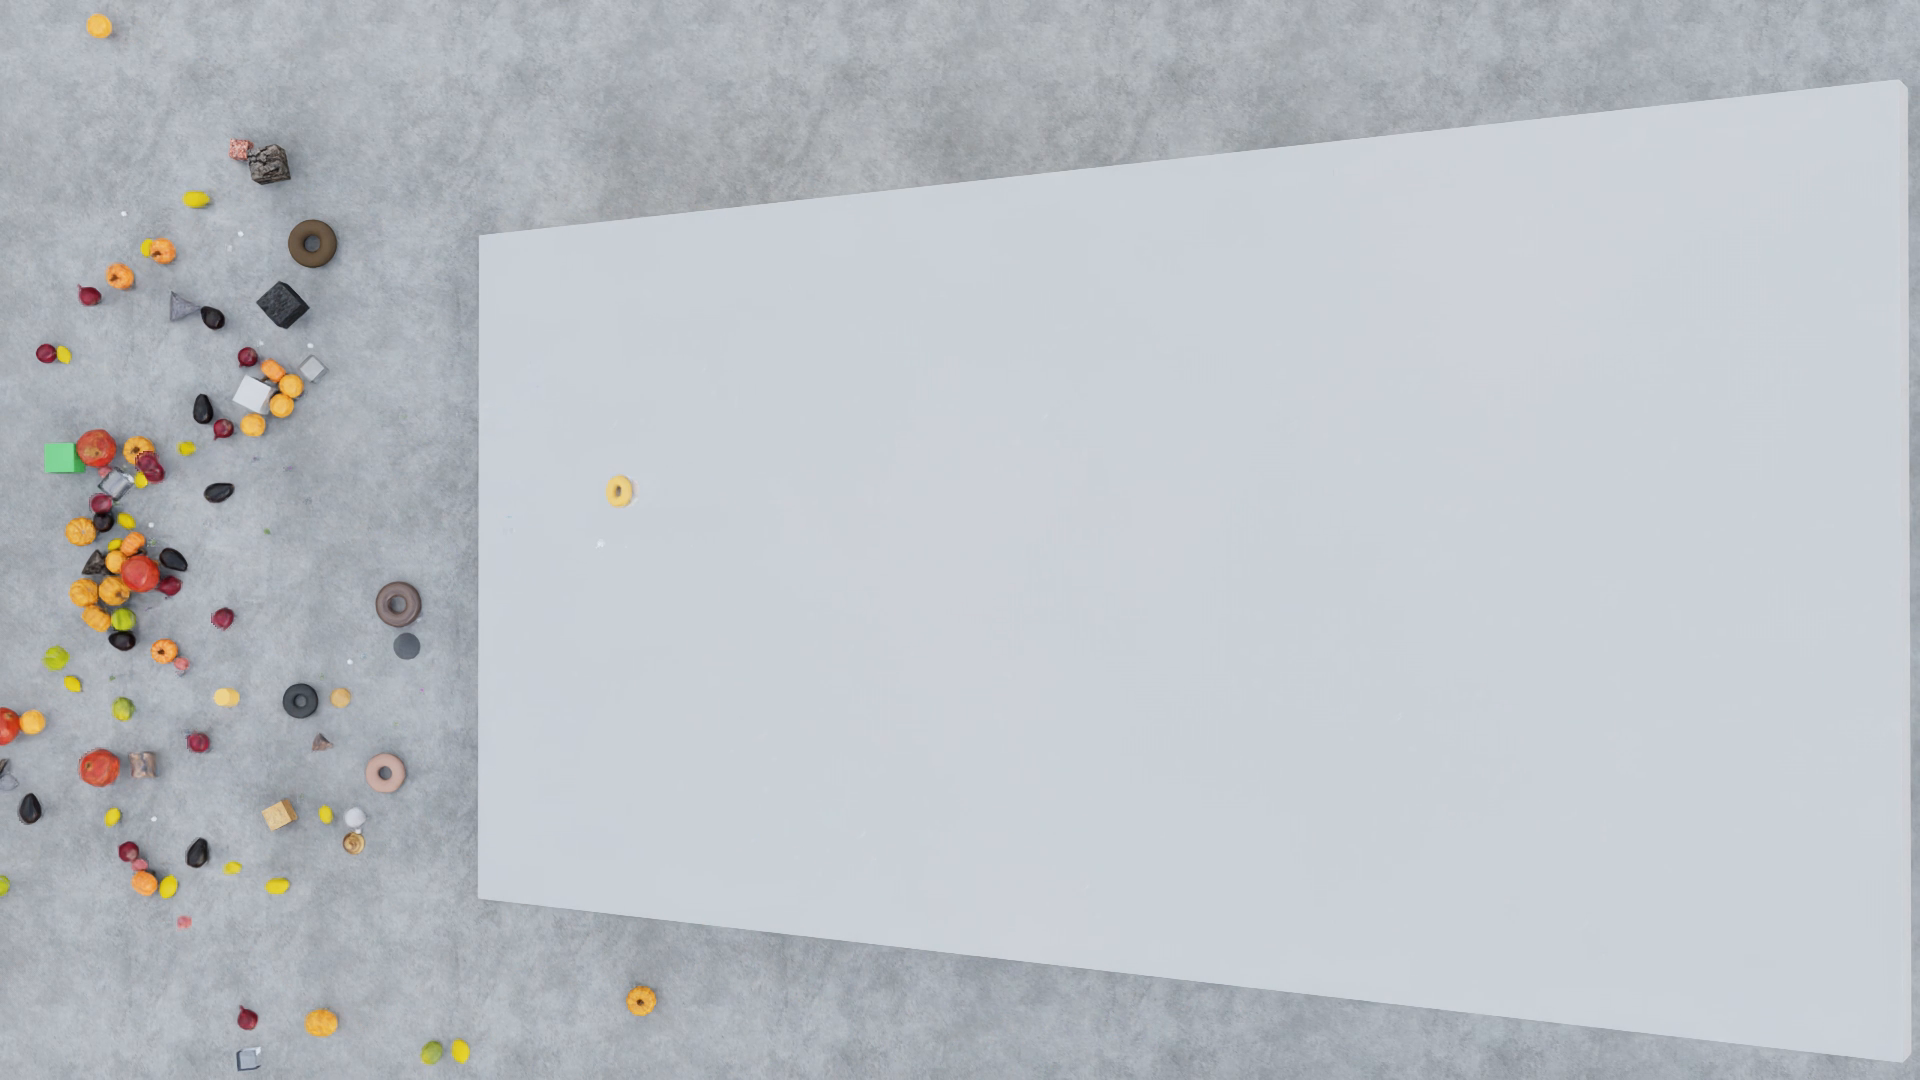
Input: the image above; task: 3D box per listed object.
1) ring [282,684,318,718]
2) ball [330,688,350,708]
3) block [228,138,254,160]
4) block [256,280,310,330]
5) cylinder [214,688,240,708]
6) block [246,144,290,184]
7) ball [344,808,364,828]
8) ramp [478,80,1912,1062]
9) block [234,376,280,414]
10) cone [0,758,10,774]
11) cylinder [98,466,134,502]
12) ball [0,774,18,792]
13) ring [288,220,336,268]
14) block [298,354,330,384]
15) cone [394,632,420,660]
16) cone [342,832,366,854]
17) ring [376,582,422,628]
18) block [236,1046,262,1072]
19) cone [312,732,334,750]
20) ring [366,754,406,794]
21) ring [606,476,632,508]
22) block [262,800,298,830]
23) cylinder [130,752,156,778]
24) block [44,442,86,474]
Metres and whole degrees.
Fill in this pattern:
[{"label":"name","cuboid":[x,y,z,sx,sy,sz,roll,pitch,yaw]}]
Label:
[{"label":"ring","cuboid":[-2.008,0.490,6.696,0.108,0.036,0.108,0,88,0]},{"label":"ball","cuboid":[-1.884,0.481,6.684,0.060,0.060,0.060,0,90,0]},{"label":"block","cuboid":[-2.190,-1.189,6.701,0.054,0.054,0.054,5,90,0]},{"label":"block","cuboid":[-2.055,-0.713,6.676,0.097,0.097,0.097,-43,90,0]},{"label":"cylinder","cuboid":[-2.228,0.480,6.681,0.052,0.052,0.052,-2,82,14]},{"label":"block","cuboid":[-2.101,-1.140,6.682,0.092,0.092,0.092,-11,90,0]},{"label":"ball","cuboid":[-1.838,0.844,6.681,0.059,0.059,0.059,0,90,0]},{"label":"ramp","cuboid":[0.258,0.071,5.595,4.000,0.100,2.000,0,89,33]},{"label":"block","cuboid":[-2.137,-0.441,6.679,0.086,0.086,0.086,27,90,0]},{"label":"cone","cuboid":[-2.929,0.690,6.694,0.083,0.083,0.083,-36,90,-27]},{"label":"cylinder","cuboid":[-2.563,-0.170,6.682,0.076,0.076,0.076,42,90,0]},{"label":"ball","cuboid":[-2.894,0.738,6.685,0.053,0.053,0.053,0,90,0]},{"label":"ring","cuboid":[-1.973,-0.903,6.701,0.148,0.049,0.148,0,88,1]},{"label":"block","cuboid":[-1.968,-0.520,6.692,0.060,0.060,0.060,45,90,0]},{"label":"cone","cuboid":[-1.689,0.324,6.673,0.083,0.083,0.083,0,90,0]},{"label":"cone","cuboid":[-1.850,0.925,6.675,0.070,0.070,0.070,0,90,0]},{"label":"ring","cuboid":[-1.709,0.196,6.693,0.141,0.047,0.141,0,89,1]},{"label":"block","cuboid":[-2.159,1.576,6.676,0.056,0.056,0.056,-6,90,0]},{"label":"cone","cuboid":[-1.934,0.621,6.699,0.058,0.058,0.058,17,89,-27]},{"label":"ring","cuboid":[-1.748,0.709,6.692,0.122,0.041,0.122,0,90,-1]},{"label":"ring","cuboid":[-0.979,-0.140,6.313,0.092,0.031,0.092,-1,87,33]},{"label":"block","cuboid":[-2.065,0.835,6.677,0.068,0.068,0.068,-27,90,0]},{"label":"cylinder","cuboid":[-2.479,0.683,6.676,0.073,0.073,0.073,-2,90,0]},{"label":"block","cuboid":[-2.718,-0.248,6.677,0.087,0.087,0.087,-1,90,0]}]
